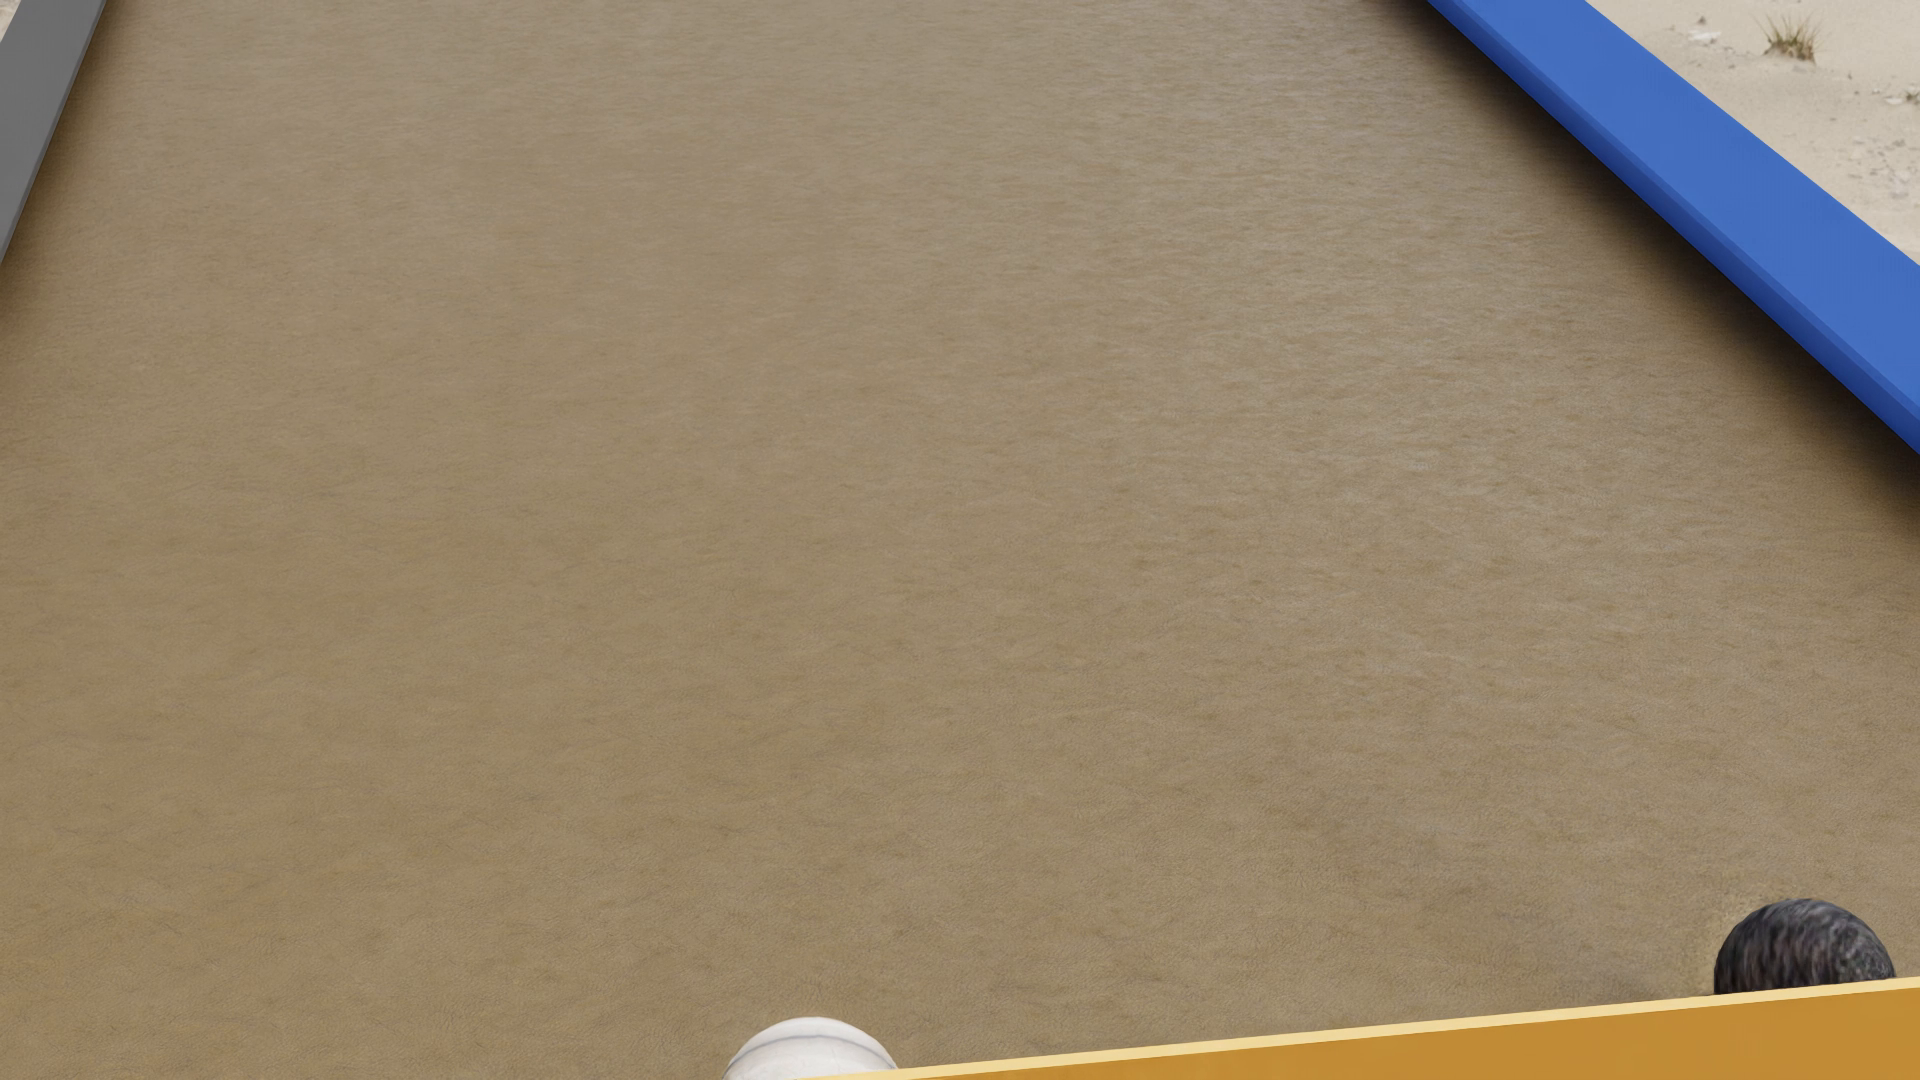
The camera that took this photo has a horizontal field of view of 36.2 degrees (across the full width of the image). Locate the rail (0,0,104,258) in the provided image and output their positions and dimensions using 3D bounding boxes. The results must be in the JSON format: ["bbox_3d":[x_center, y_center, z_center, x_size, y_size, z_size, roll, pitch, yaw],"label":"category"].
[{"bbox_3d":[-0.805,-0.281,2.456,0.045,0.130,2.807,-4,26,-8],"label":"rail"}]

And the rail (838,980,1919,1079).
[{"bbox_3d":[0.102,0.268,1.325,1.463,0.130,0.045,-4,26,-8],"label":"rail"}]

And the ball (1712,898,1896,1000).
[{"bbox_3d":[0.421,0.223,1.467,0.088,0.088,0.088,0,26,0],"label":"ball"}]

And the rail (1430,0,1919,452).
[{"bbox_3d":[0.594,-0.374,2.647,0.045,0.130,2.807,-4,26,-8],"label":"rail"}]

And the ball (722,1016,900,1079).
[{"bbox_3d":[-0.069,0.269,1.370,0.092,0.092,0.092,0,26,0],"label":"ball"}]
